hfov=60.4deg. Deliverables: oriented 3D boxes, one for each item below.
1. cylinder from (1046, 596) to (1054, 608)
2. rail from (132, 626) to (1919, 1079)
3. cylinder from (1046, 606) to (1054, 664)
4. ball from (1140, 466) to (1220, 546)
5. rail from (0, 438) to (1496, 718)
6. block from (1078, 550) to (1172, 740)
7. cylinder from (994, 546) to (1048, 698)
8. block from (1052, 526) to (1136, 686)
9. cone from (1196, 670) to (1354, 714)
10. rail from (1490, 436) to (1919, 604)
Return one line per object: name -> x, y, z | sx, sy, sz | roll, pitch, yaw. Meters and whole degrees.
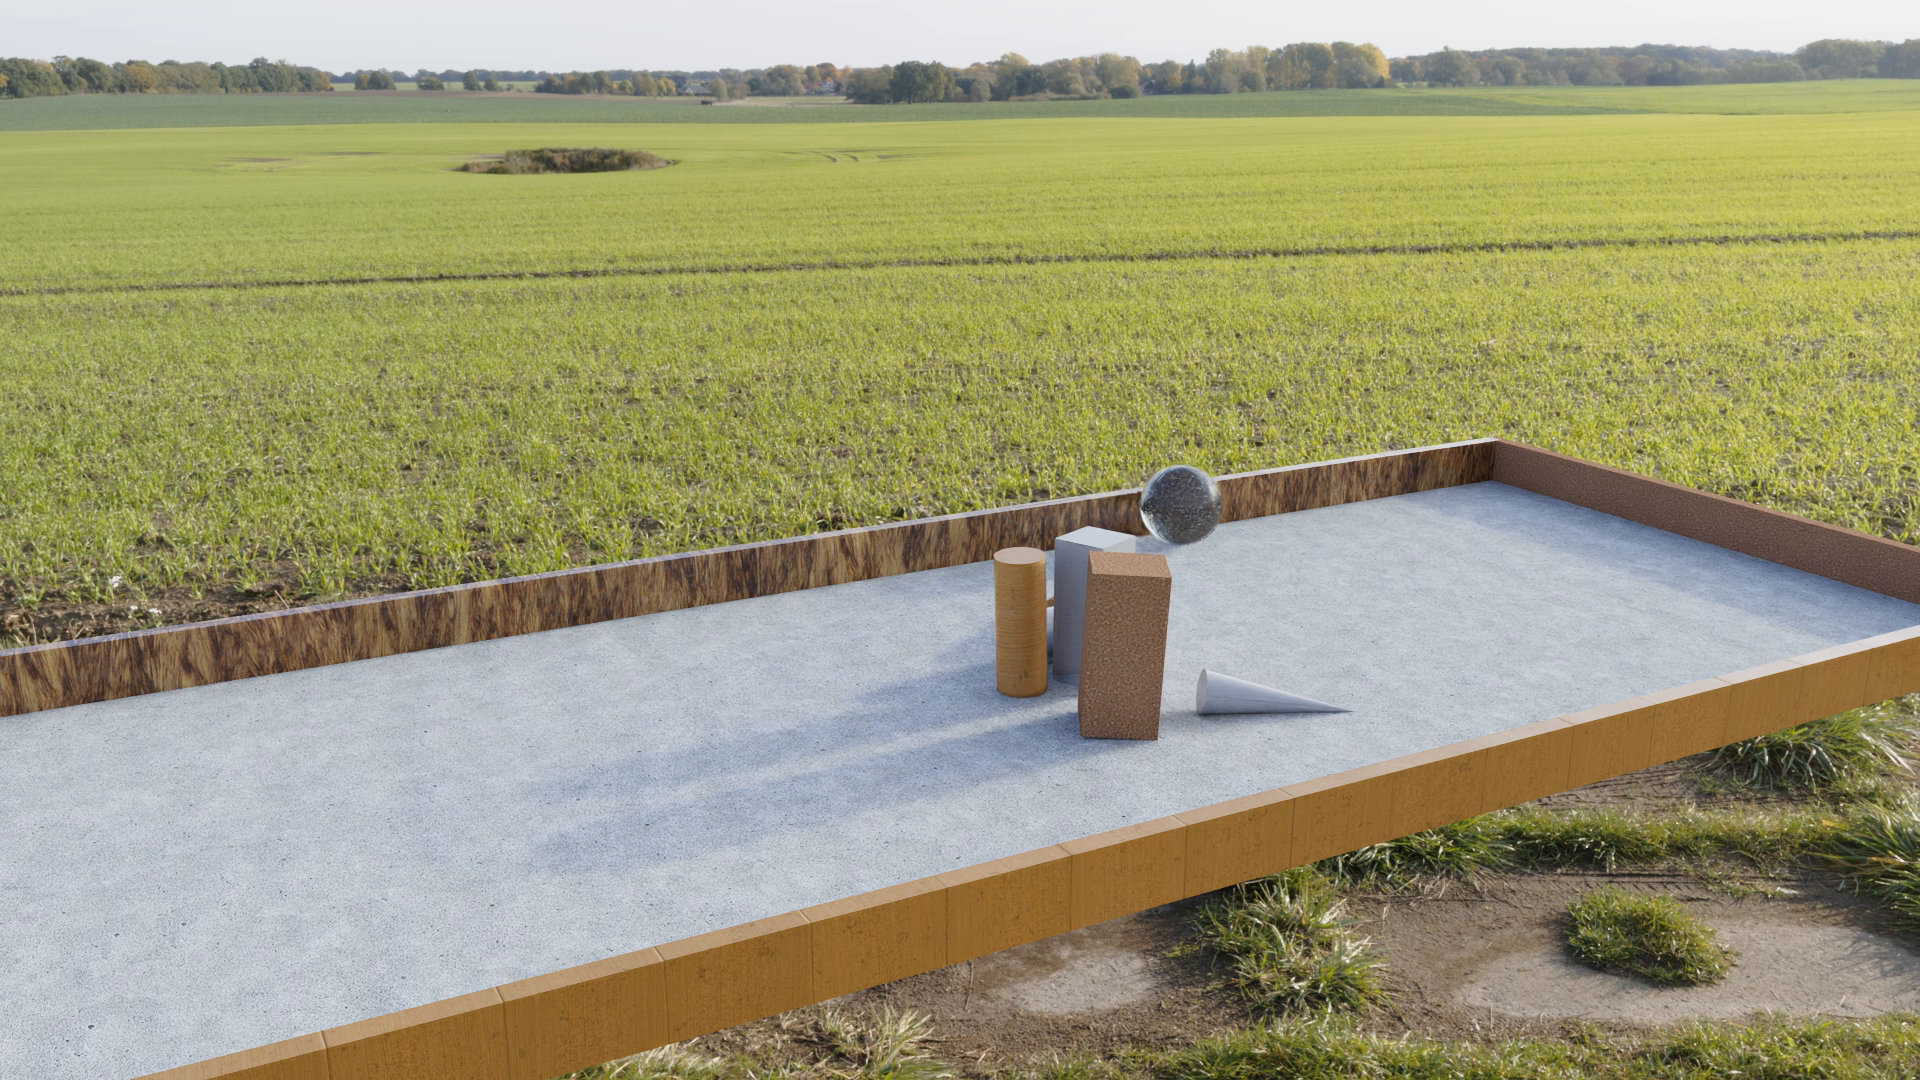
cylinder -> 0.329, 0.176, 4.556 | 0.112, 0.112, 0.313 | 9, 18, 27
rail -> -2.336, 1.006, 1.665 | 12.000, 0.150, 0.050 | -9, 18, -27
cylinder -> 0.304, 0.232, 4.312 | 0.360, 0.143, 0.143 | -11, 20, -33
ball -> 0.704, -0.111, 5.278 | 0.257, 0.257, 0.257 | 0, 16, 0
rail -> -3.305, 0.497, 3.399 | 12.000, 0.150, 0.050 | -9, 18, -27
block -> 0.377, 0.243, 3.818 | 0.177, 0.393, 0.177 | 3, 16, 1
cylinder -> 0.149, 0.202, 4.039 | 0.127, 0.348, 0.127 | -2, 19, 1
block -> 0.333, 0.171, 4.112 | 0.143, 0.372, 0.143 | 13, 21, 37
cone -> 0.763, 0.387, 3.942 | 0.380, 0.110, 0.110 | 8, 16, -3
rail -> 2.466, -0.048, 5.253 | 0.050, 0.150, 2.100 | -9, 18, -27
